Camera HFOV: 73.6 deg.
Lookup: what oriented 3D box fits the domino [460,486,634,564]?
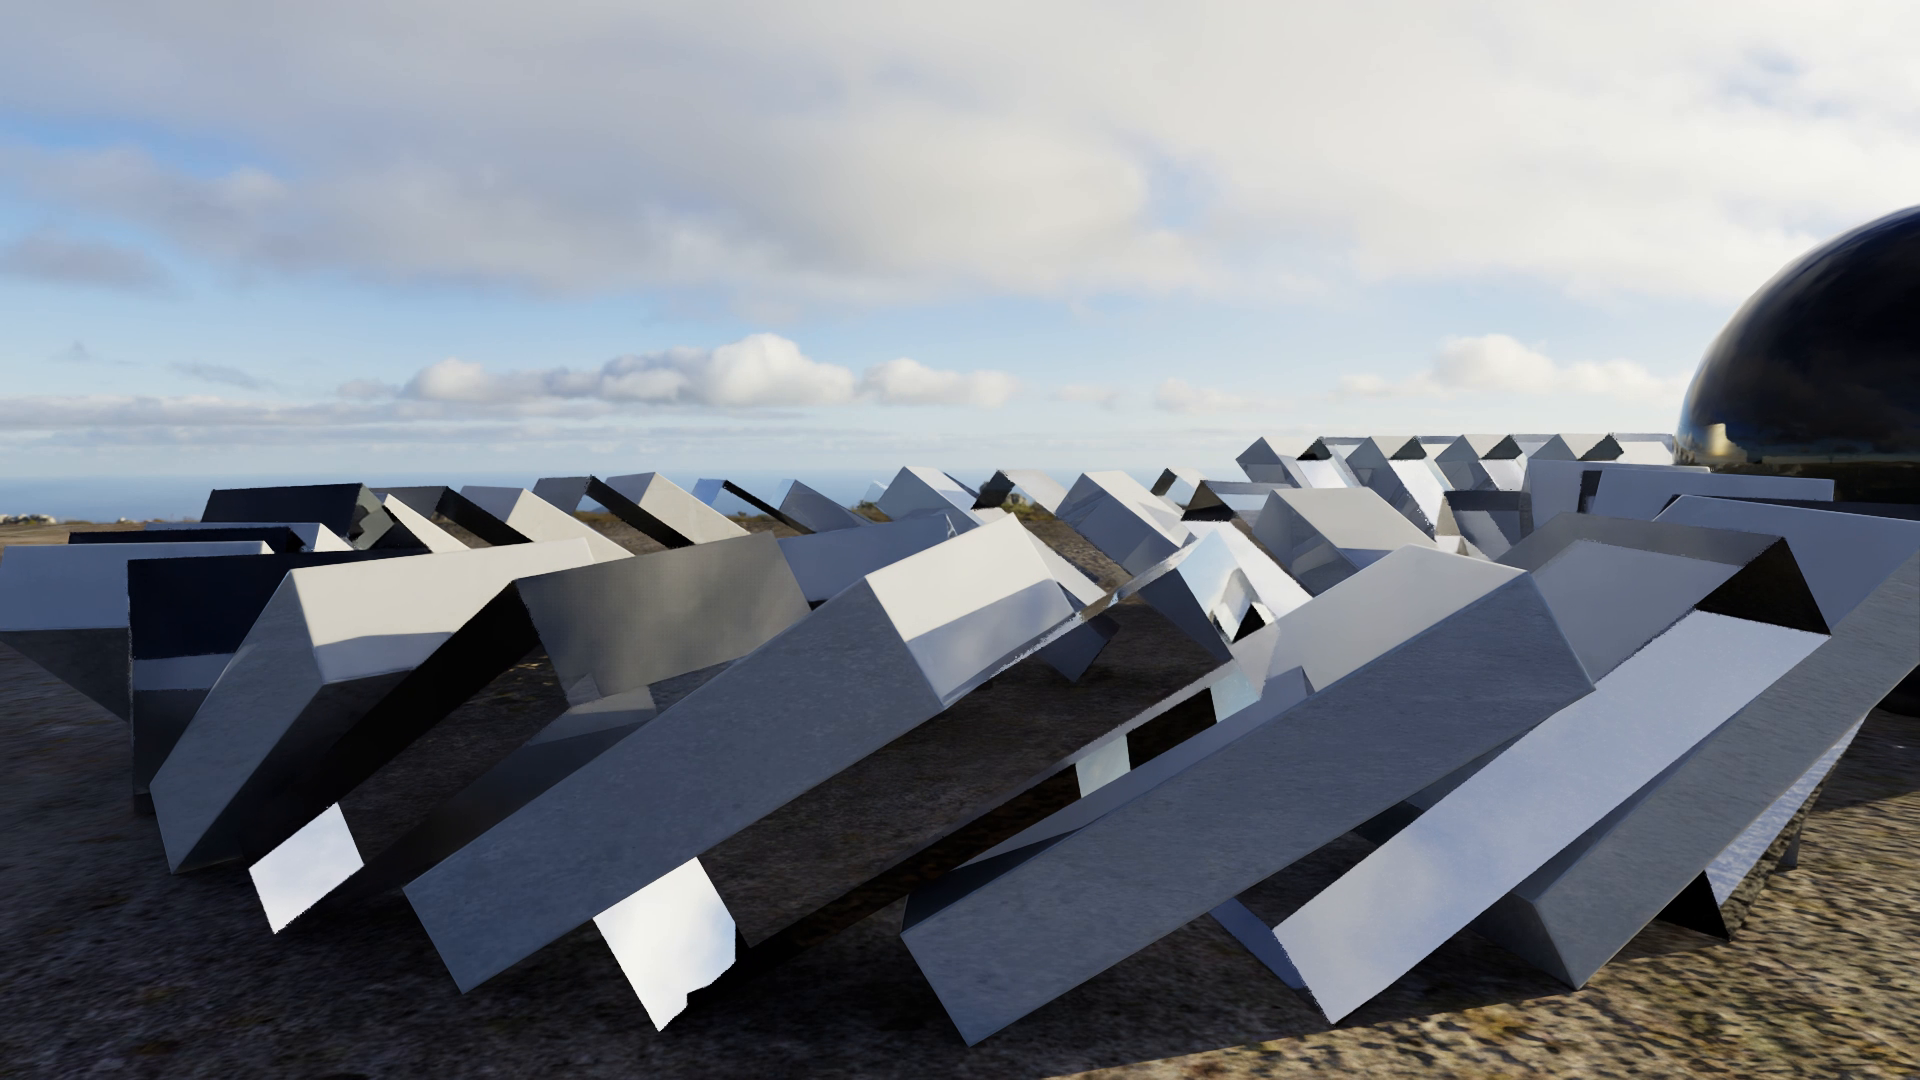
[{"bbox_3d":[-0.083,0.005,0.277,0.025,0.009,0.050,4,-25,42],"label":"domino"}]

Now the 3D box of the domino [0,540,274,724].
[{"bbox_3d":[-0.091,0.015,0.156,0.025,0.009,0.050,-1,-24,-10],"label":"domino"}]

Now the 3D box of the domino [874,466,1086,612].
[{"bbox_3d":[0.009,0.005,0.249,0.050,0.009,0.025,38,10,9],"label":"domino"}]

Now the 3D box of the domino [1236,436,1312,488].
[{"bbox_3d":[0.095,-0.005,0.333,0.009,0.050,0.025,-44,-22,30],"label":"domino"}]

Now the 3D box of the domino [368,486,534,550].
[{"bbox_3d":[-0.094,0.006,0.258,0.025,0.009,0.050,0,-27,33],"label":"domino"}]

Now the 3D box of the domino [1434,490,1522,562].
[{"bbox_3d":[0.093,0.010,0.199,0.025,0.009,0.050,0,36,5],"label":"domino"}]

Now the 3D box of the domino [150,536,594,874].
[{"bbox_3d":[-0.056,0.016,0.121,0.025,0.009,0.050,-8,-21,-47],"label":"domino"}]

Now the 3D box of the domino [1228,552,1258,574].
[{"bbox_3d":[0.055,0.000,0.340,0.050,0.009,0.025,34,11,9],"label":"domino"}]

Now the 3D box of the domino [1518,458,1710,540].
[{"bbox_3d":[0.094,0.009,0.181,0.025,0.009,0.050,4,45,16],"label":"domino"}]

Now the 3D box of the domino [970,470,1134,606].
[{"bbox_3d":[0.028,0.005,0.248,0.050,0.009,0.025,40,16,15],"label":"domino"}]

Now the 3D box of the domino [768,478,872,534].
[{"bbox_3d":[-0.025,0.001,0.330,0.050,0.009,0.025,30,-5,-14],"label":"domino"}]

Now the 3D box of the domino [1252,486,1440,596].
[{"bbox_3d":[0.076,0.009,0.220,0.025,0.009,0.050,-3,37,-32],"label":"domino"}]

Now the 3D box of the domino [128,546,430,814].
[{"bbox_3d":[-0.074,0.016,0.137,0.025,0.009,0.050,-3,-24,-34],"label":"domino"}]

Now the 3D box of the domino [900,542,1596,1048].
[{"bbox_3d":[0.020,0.018,0.101,0.050,0.010,0.025,-31,3,3],"label":"domino"}]

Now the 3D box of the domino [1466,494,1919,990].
[{"bbox_3d":[0.061,0.015,0.115,0.050,0.010,0.025,-36,18,-13],"label":"domino"}]

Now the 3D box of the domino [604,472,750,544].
[{"bbox_3d":[-0.060,0.002,0.304,0.050,0.010,0.025,36,-23,-33],"label":"domino"}]

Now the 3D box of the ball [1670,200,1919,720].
[{"bbox_3d":[0.153,-0.012,0.194,0.080,0.080,0.080,0,4,0],"label":"ball"}]

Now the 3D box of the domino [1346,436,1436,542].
[{"bbox_3d":[0.119,-0.004,0.318,0.025,0.050,0.009,-3,-35,-37],"label":"domino"}]

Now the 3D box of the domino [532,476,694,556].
[{"bbox_3d":[-0.072,0.003,0.291,0.025,0.009,0.050,2,-28,46],"label":"domino"}]

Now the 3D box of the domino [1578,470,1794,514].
[{"bbox_3d":[0.090,0.011,0.162,0.025,0.010,0.050,3,44,29],"label":"domino"}]

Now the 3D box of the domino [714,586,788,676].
[{"bbox_3d":[-0.018,0.016,0.230,0.050,0.009,0.025,-1,-19,-12],"label":"domino"}]

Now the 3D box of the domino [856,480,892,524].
[{"bbox_3d":[-0.003,0.001,0.338,0.050,0.010,0.025,29,2,-5],"label":"domino"}]

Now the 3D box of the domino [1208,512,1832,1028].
[{"bbox_3d":[0.042,0.016,0.108,0.050,0.010,0.025,-35,12,-8],"label":"domino"}]

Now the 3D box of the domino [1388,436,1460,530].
[{"bbox_3d":[0.127,-0.003,0.308,0.025,0.050,0.009,-3,-34,-37],"label":"domino"}]

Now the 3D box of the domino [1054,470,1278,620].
[{"bbox_3d":[0.043,0.006,0.242,0.050,0.010,0.025,40,18,16],"label":"domino"}]

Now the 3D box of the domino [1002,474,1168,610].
[{"bbox_3d":[0.037,0.000,0.342,0.050,0.009,0.025,32,10,7],"label":"domino"}]

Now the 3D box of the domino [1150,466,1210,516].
[{"bbox_3d":[0.075,-0.001,0.339,0.050,0.010,0.025,39,19,19],"label":"domino"}]

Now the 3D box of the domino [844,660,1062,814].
[{"bbox_3d":[0.000,0.025,0.172,0.025,0.010,0.050,0,4,1],"label":"domino"}]

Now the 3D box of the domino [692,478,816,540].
[{"bbox_3d":[-0.043,0.001,0.319,0.050,0.009,0.025,32,-11,-23],"label":"domino"}]

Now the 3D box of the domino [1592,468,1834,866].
[{"bbox_3d":[0.084,0.012,0.148,0.025,0.010,0.050,6,45,33],"label":"domino"}]

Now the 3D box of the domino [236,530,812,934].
[{"bbox_3d":[-0.038,0.017,0.109,0.050,0.010,0.025,-34,-12,34],"label":"domino"}]

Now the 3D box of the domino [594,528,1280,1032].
[{"bbox_3d":[-0.001,0.017,0.098,0.050,0.010,0.025,-33,-4,17],"label":"domino"}]

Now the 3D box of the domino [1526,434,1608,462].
[{"bbox_3d":[0.147,-0.001,0.276,0.025,0.050,0.010,-3,-34,-34],"label":"domino"}]

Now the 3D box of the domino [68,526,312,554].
[{"bbox_3d":[-0.096,0.013,0.176,0.025,0.010,0.050,-2,-24,-6],"label":"domino"}]

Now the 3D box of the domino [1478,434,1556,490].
[{"bbox_3d":[0.141,-0.001,0.288,0.025,0.050,0.010,-3,-34,-37],"label":"domino"}]

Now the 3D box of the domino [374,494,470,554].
[{"bbox_3d":[-0.100,0.007,0.241,0.025,0.009,0.050,2,-27,25],"label":"domino"}]

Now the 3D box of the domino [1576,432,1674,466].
[{"bbox_3d":[0.152,0.000,0.265,0.025,0.050,0.009,-3,-34,-34],"label":"domino"}]

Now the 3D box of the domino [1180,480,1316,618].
[{"bbox_3d":[0.066,0.007,0.238,0.025,0.010,0.050,0,35,-35],"label":"domino"}]

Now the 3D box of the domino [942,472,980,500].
[{"bbox_3d":[0.014,-0.001,0.340,0.050,0.010,0.025,32,2,-2],"label":"domino"}]

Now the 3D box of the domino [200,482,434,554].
[{"bbox_3d":[-0.101,0.008,0.217,0.025,0.010,0.050,-2,-29,7],"label":"domino"}]

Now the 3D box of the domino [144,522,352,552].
[{"bbox_3d":[-0.100,0.012,0.199,0.025,0.010,0.050,0,-23,3],"label":"domino"}]

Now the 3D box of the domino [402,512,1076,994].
[{"bbox_3d":[-0.017,0.016,0.100,0.050,0.010,0.025,-34,-4,26],"label":"domino"}]

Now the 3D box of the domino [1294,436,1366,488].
[{"bbox_3d":[0.109,-0.004,0.327,0.025,0.050,0.010,-4,-35,-40],"label":"domino"}]

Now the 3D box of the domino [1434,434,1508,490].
[{"bbox_3d":[0.134,-0.002,0.298,0.025,0.050,0.009,-3,-34,-37],"label":"domino"}]

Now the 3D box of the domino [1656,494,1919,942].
[{"bbox_3d":[0.074,0.015,0.128,0.050,0.009,0.025,-41,25,-24],"label":"domino"}]

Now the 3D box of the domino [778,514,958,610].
[{"bbox_3d":[-0.009,0.011,0.193,0.025,0.010,0.050,-8,-22,8],"label":"domino"}]
